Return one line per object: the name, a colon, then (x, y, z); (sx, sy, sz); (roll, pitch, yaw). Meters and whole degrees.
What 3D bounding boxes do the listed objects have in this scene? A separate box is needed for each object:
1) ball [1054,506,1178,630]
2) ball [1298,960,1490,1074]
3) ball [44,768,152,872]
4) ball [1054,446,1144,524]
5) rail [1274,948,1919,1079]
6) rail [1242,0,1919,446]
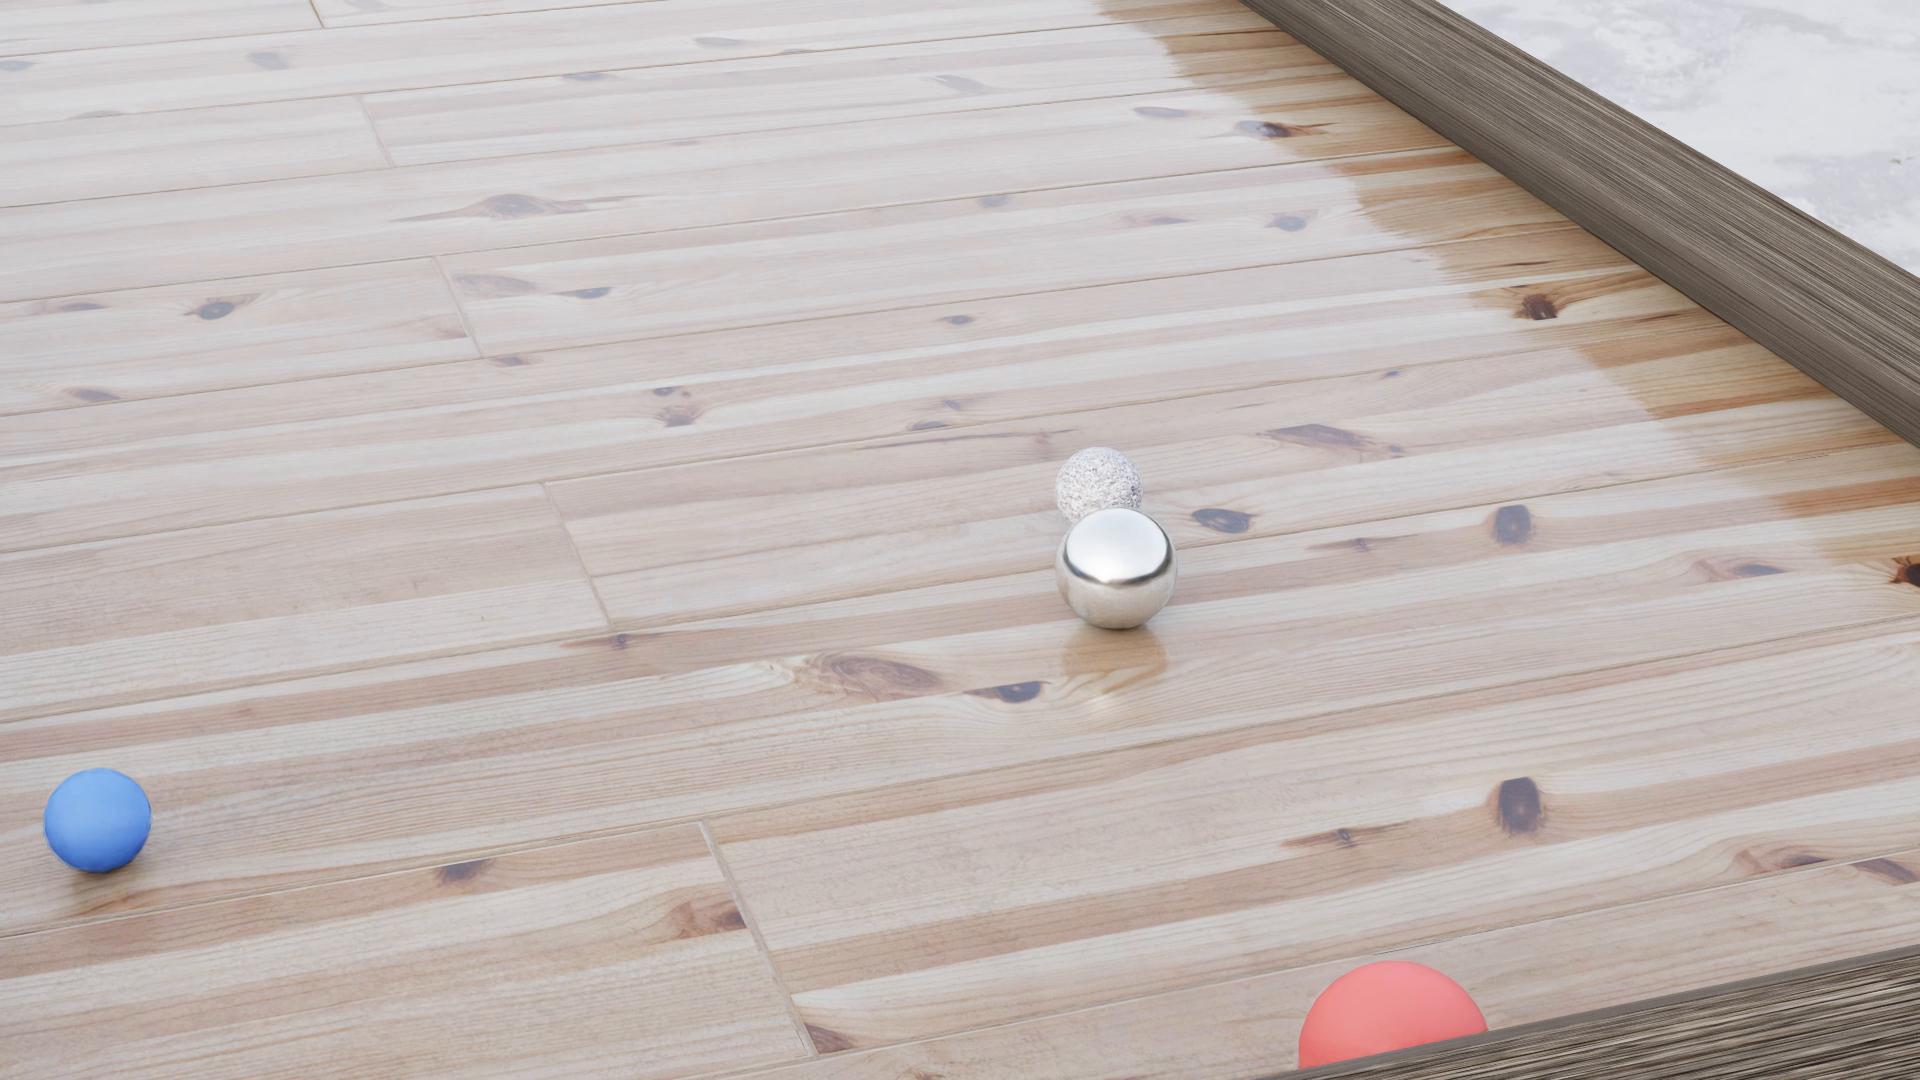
ball: (0.103, 0.018, 1.943); (0.081, 0.081, 0.081); (0, 26, 0)
ball: (0.213, 0.254, 1.440); (0.096, 0.096, 0.096); (0, 26, 0)
ball: (-0.491, 0.160, 1.677); (0.059, 0.059, 0.059); (0, 26, 0)
ball: (0.098, -0.035, 2.074); (0.062, 0.062, 0.062); (0, 26, 0)
rail: (0.226, 0.271, 1.371); (1.515, 0.124, 0.045); (-8, 27, -16)
rail: (0.464, -0.441, 2.838); (0.045, 0.124, 2.997); (-8, 27, -16)
